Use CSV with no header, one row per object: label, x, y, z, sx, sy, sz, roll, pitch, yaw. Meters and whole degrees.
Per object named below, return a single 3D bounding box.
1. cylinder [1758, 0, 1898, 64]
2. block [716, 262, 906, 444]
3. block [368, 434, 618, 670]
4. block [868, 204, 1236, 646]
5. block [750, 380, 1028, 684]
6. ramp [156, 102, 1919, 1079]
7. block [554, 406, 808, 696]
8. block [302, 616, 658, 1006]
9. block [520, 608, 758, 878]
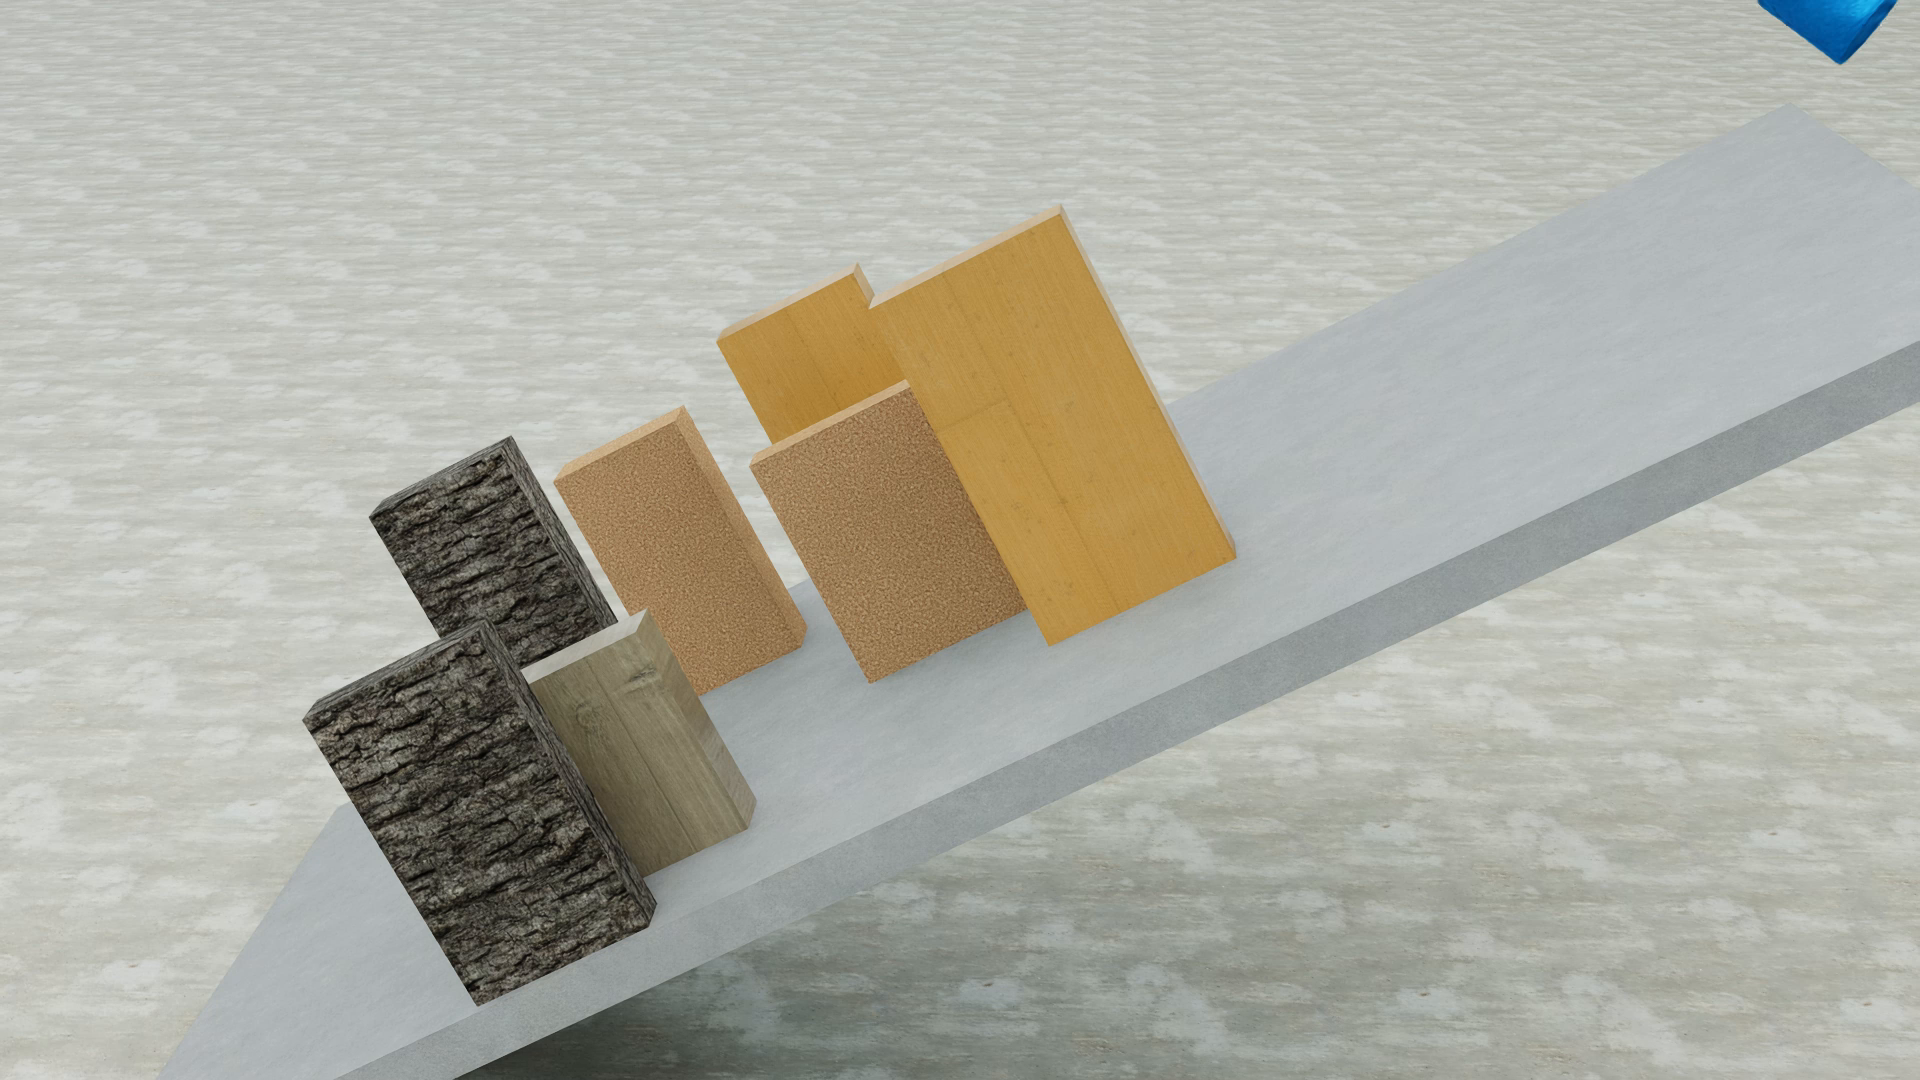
cylinder,1.652,-1.038,5.573,0.195,0.195,0.195,41,31,14
block,-0.203,-0.197,6.470,0.336,0.749,0.121,-26,14,10
block,-1.080,0.141,7.088,0.361,0.687,0.148,-26,14,10
block,0.186,-0.220,5.762,0.412,0.766,0.109,-26,14,10
block,-0.144,-0.019,6.166,0.379,0.535,0.099,-26,14,10
ramp,0.140,0.167,6.281,4.000,0.100,2.000,-26,14,10
block,-0.641,0.036,6.793,0.319,0.602,0.149,-26,14,10
block,-0.889,0.509,5.479,0.372,0.643,0.108,-26,14,10
block,-0.691,0.434,5.771,0.406,0.451,0.145,-26,14,10
